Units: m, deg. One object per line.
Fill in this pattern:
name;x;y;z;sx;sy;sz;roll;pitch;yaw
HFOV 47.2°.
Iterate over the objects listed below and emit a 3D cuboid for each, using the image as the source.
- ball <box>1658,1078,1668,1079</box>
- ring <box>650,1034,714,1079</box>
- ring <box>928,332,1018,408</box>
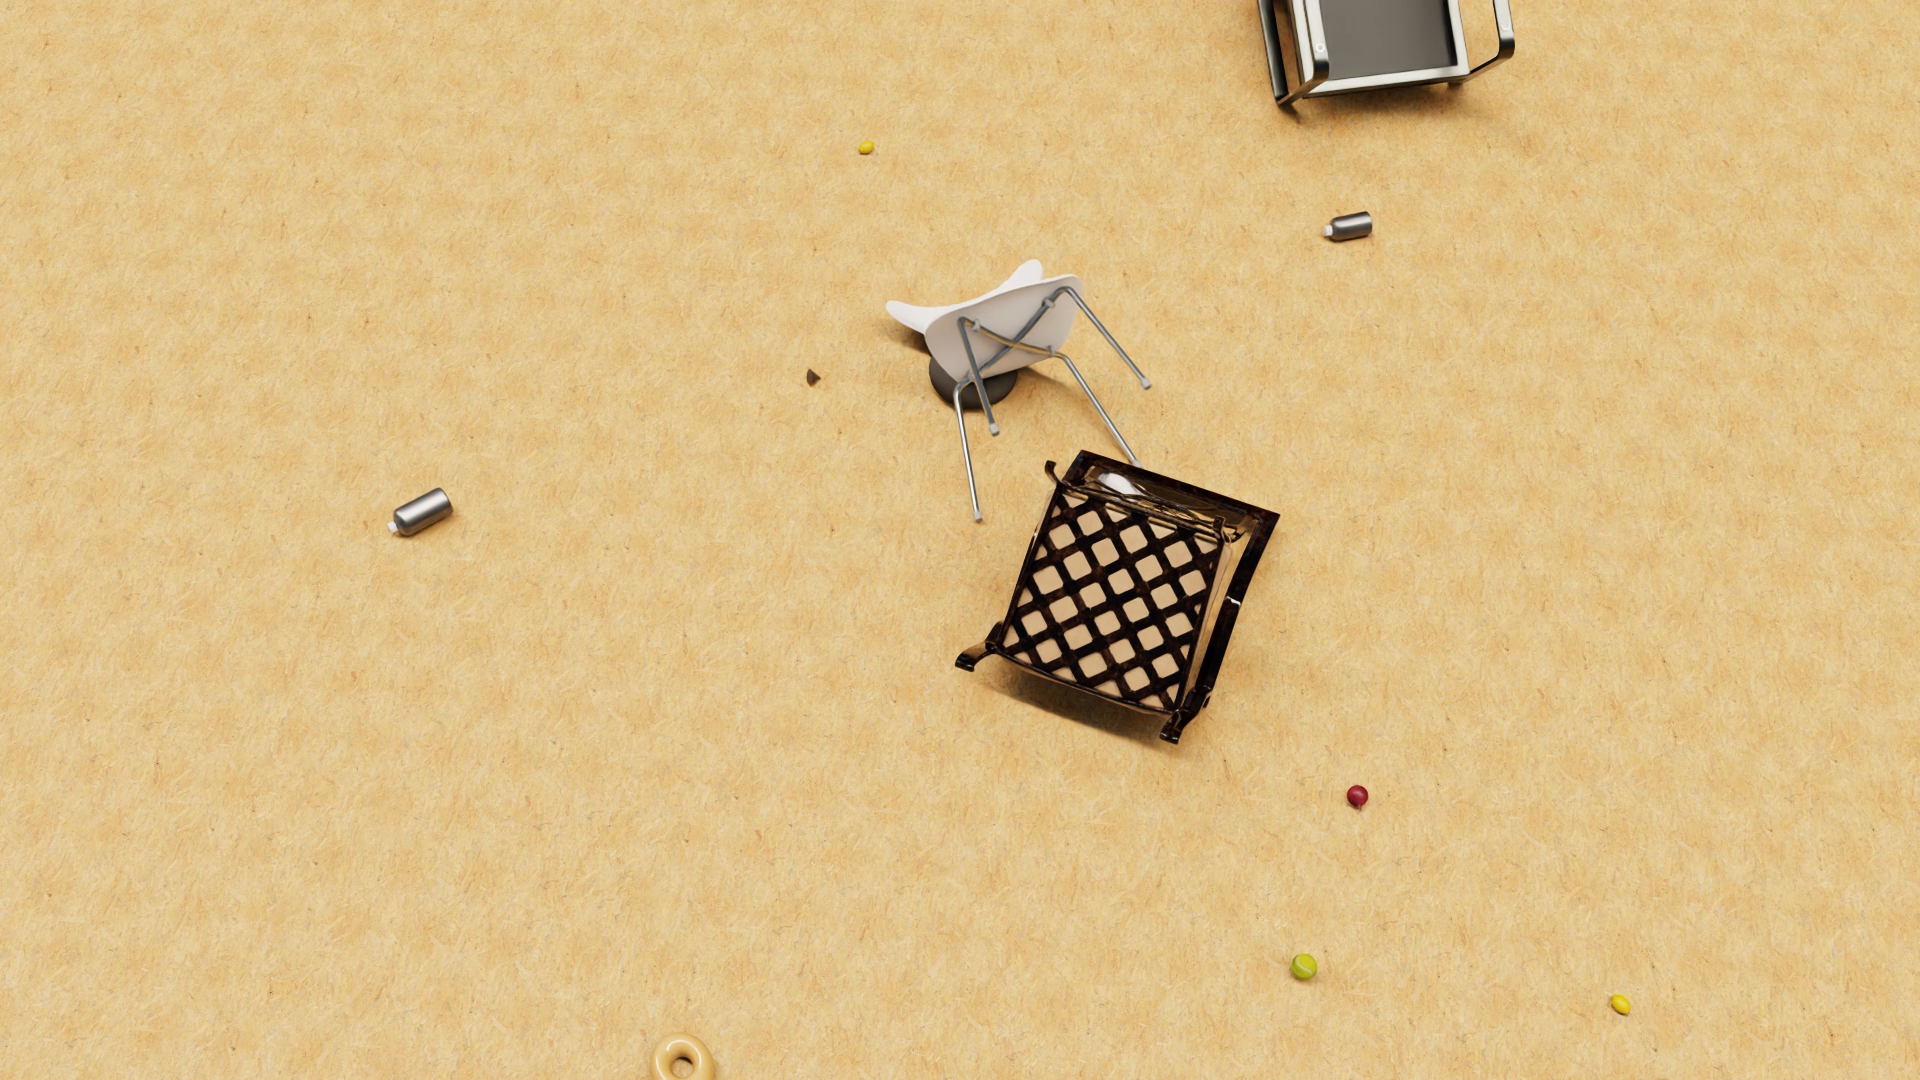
ball;1.781;1.418;5.554;0.113;0.113;0.113;0;56;0
ring;-0.710;1.348;5.624;0.161;0.076;0.186;-28;62;-16
ring;0.041;-0.532;6.890;0.279;0.070;0.296;-5;56;-4
